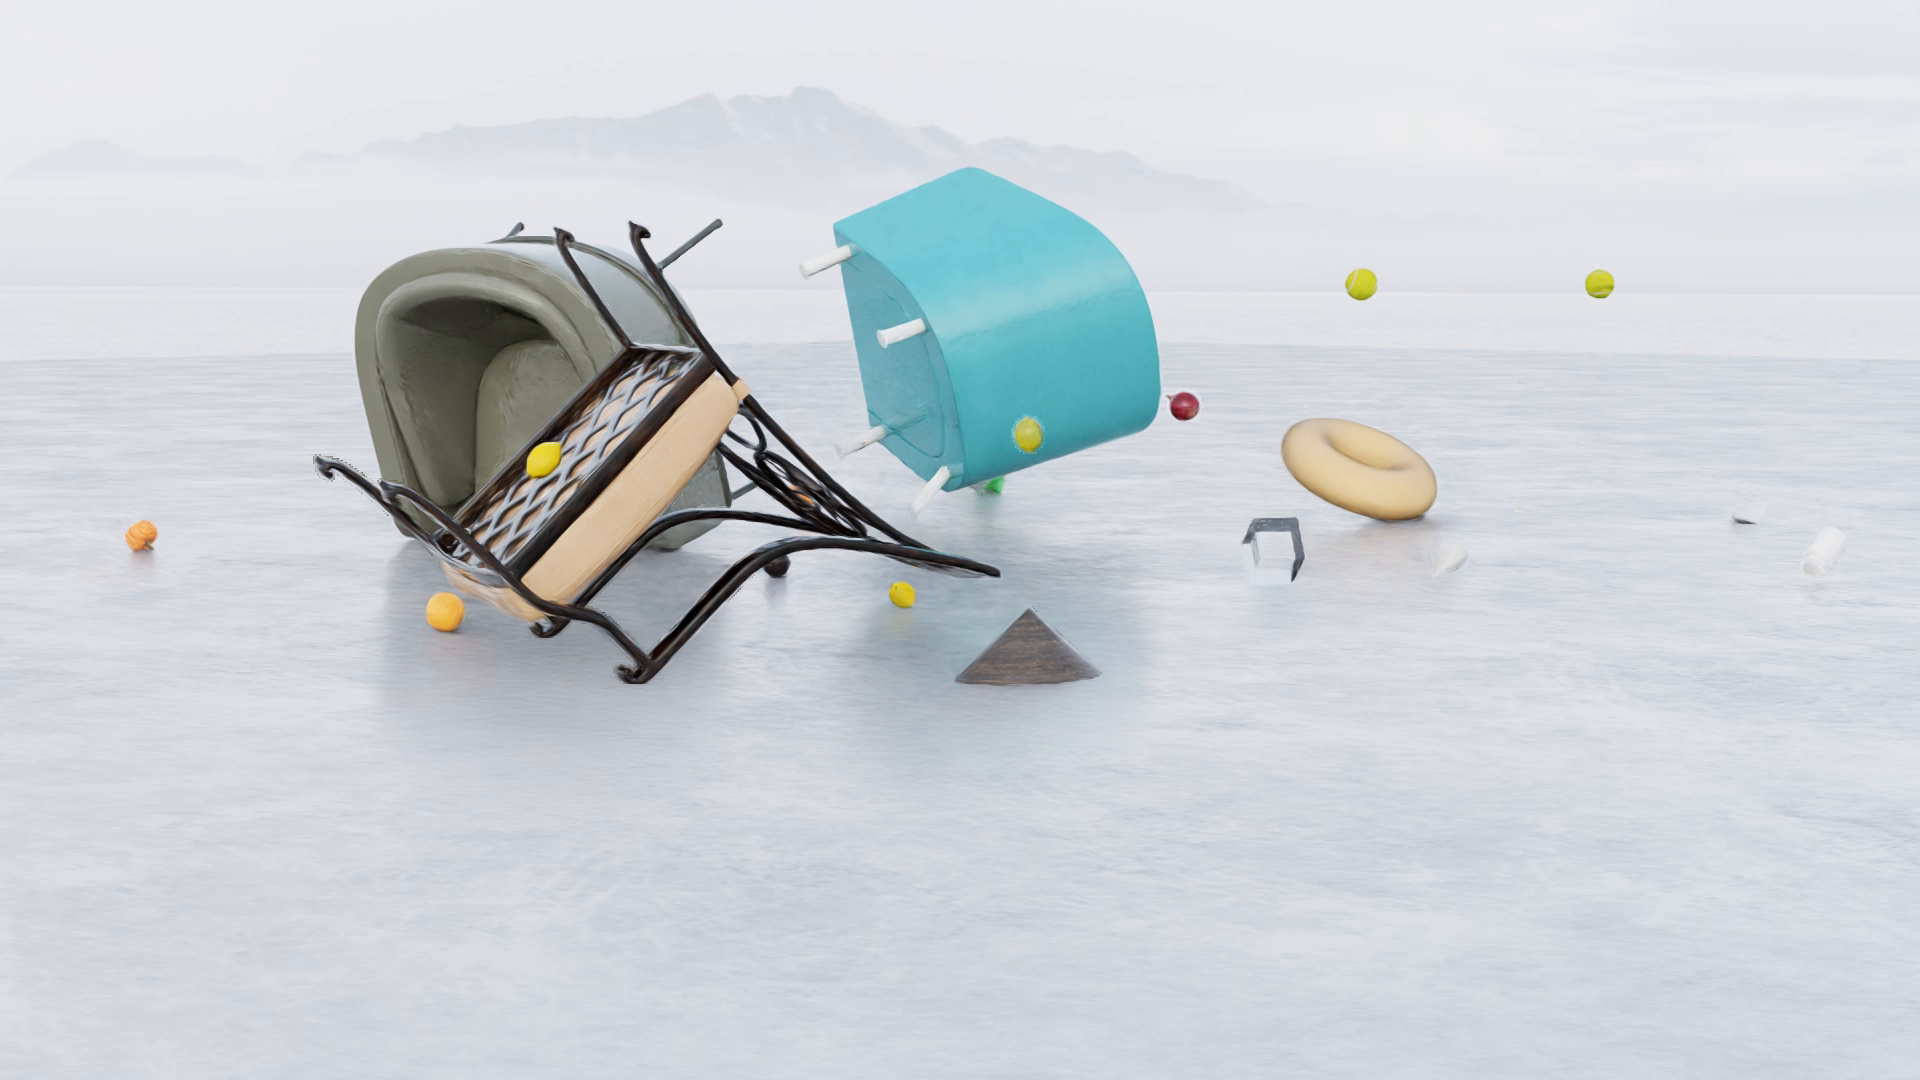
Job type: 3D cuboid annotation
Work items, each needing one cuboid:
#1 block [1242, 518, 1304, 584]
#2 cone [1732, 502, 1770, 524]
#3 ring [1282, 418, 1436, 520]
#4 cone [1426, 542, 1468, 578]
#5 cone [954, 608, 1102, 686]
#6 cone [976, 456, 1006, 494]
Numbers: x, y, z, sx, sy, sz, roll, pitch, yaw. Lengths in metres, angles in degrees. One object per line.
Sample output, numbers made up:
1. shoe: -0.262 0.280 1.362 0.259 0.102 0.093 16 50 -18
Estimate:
1. block: 0.667 0.024 5.468 0.097 0.101 0.110 -1 -30 -9
2. cone: 2.120 -0.058 6.835 0.107 0.058 0.065 -16 33 2
3. ring: 1.102 -0.199 7.084 0.443 0.129 0.514 12 23 -10
4. cone: 1.053 0.062 5.630 0.107 0.072 0.087 -28 12 42
5. cone: 0.113 0.168 4.221 0.258 0.114 0.164 -2 6 -23
6. cone: 0.110 -0.172 7.819 0.098 0.112 0.181 10 21 -14
